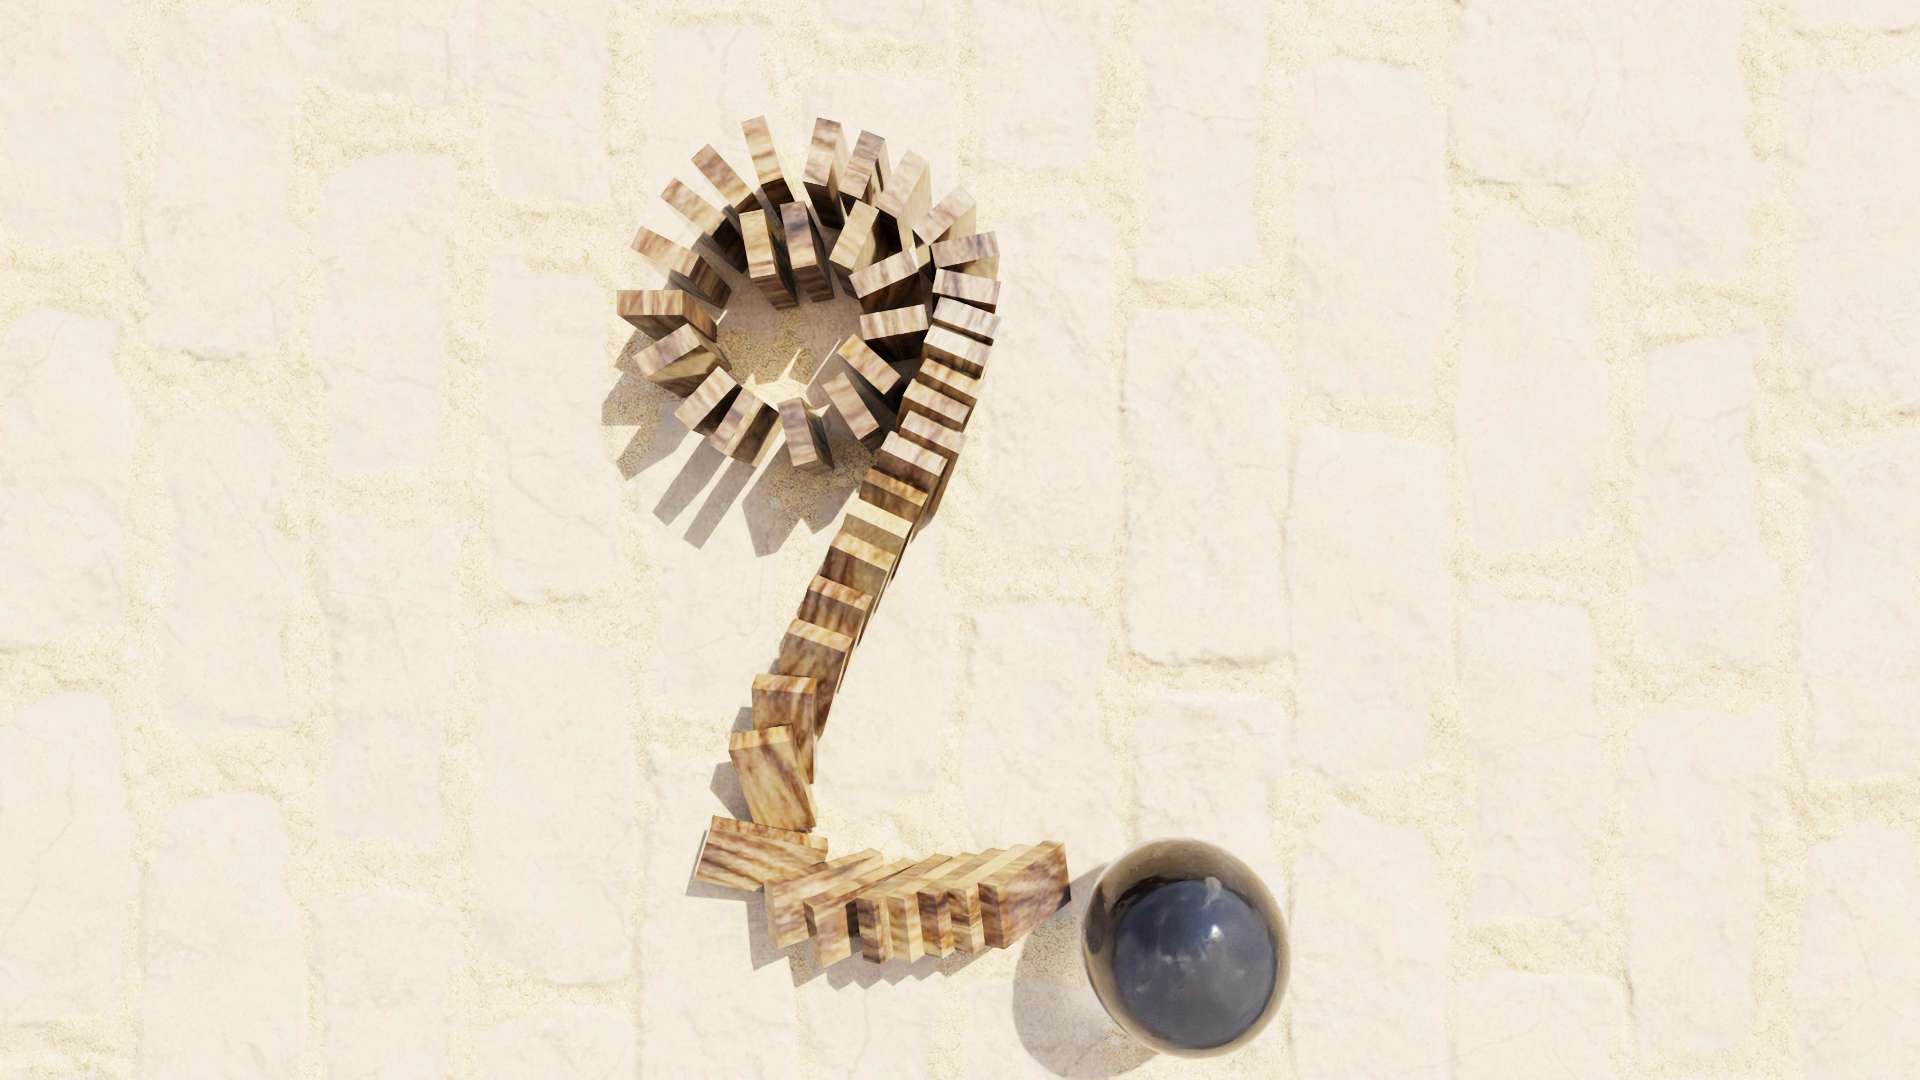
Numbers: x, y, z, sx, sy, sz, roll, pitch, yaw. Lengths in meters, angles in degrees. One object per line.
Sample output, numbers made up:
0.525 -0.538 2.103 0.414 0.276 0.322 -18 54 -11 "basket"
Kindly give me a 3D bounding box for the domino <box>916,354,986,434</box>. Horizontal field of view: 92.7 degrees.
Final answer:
-0.009 -0.052 0.376 0.025 0.050 0.010 26 60 -1 "domino"

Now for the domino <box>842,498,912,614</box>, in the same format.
-0.039 0.007 0.379 0.025 0.009 0.050 25 135 0 "domino"

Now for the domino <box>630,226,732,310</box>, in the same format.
-0.113 -0.110 0.375 0.025 0.050 0.010 26 90 0 "domino"

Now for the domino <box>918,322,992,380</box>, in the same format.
-0.004 -0.067 0.375 0.025 0.050 0.009 23 70 0 "domino"

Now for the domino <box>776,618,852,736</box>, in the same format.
-0.063 0.058 0.382 0.025 0.009 0.050 19 123 0 "domino"

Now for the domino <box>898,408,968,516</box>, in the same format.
-0.015 -0.031 0.376 0.025 0.050 0.009 25 60 0 "domino"

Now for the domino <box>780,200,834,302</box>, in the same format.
-0.062 -0.117 0.375 0.009 0.050 0.025 -11 90 0 "domino"

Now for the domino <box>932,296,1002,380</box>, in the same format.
0.001 -0.080 0.375 0.025 0.050 0.010 19 77 0 "domino"

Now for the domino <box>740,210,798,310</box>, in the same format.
-0.078 -0.113 0.375 0.010 0.050 0.025 -11 90 0 "domino"

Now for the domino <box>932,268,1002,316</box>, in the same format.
0.002 -0.094 0.375 0.025 0.050 0.009 11 83 0 "domino"

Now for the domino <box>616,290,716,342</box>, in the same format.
-0.119 -0.091 0.375 0.025 0.050 0.009 0 90 0 "domino"

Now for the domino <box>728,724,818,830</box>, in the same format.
-0.077 0.101 0.383 0.025 0.010 0.050 -9 121 0 "domino"

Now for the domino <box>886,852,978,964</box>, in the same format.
-0.009 0.150 0.377 0.010 0.050 0.025 -7 90 38 "domino"

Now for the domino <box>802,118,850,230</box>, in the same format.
-0.053 -0.148 0.375 0.010 0.050 0.025 13 90 0 "domino"

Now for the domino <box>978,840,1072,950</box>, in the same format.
0.027 0.145 0.377 0.010 0.050 0.025 -7 90 38 "domino"

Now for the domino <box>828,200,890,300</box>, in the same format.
-0.040 -0.117 0.375 0.009 0.050 0.025 25 90 0 "domino"

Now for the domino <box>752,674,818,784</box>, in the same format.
-0.073 0.080 0.383 0.025 0.009 0.050 5 120 0 "domino"

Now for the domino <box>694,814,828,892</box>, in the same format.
-0.084 0.135 0.387 0.050 0.010 0.025 17 100 -14 "domino"

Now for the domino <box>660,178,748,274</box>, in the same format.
-0.102 -0.127 0.375 0.025 0.050 0.009 38 90 0 "domino"

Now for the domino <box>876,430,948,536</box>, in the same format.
-0.023 -0.022 0.376 0.025 0.050 0.009 25 60 0 "domino"

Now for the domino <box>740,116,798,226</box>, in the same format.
-0.076 -0.149 0.375 0.009 0.050 0.025 -18 90 0 "domino"

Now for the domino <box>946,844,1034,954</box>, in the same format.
0.015 0.147 0.377 0.009 0.050 0.025 -7 90 38 "domino"

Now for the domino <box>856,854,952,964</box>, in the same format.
-0.021 0.151 0.377 0.010 0.050 0.025 -7 90 38 "domino"

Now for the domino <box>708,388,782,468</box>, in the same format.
-0.086 -0.045 0.375 0.010 0.050 0.025 32 90 0 "domino"

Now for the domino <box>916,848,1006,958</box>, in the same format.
0.003 0.148 0.377 0.009 0.050 0.025 -7 90 38 "domino"

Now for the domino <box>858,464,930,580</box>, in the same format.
-0.032 -0.006 0.378 0.025 0.050 0.010 25 48 0 "domino"

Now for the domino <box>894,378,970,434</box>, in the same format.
-0.014 -0.042 0.376 0.025 0.050 0.009 25 60 0 "domino"

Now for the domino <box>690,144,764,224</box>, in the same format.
-0.091 -0.139 0.375 0.009 0.050 0.025 -42 90 0 "domino"

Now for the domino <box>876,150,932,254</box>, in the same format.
-0.022 -0.136 0.375 0.009 0.050 0.025 30 90 0 "domino"

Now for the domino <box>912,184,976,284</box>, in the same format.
-0.006 -0.124 0.375 0.025 0.050 0.010 -43 89 0 "domino"

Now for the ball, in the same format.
0.088 0.158 0.360 0.080 0.080 0.080 0 90 0 "ball"

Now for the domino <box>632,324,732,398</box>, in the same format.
-0.112 -0.072 0.375 0.025 0.050 0.009 -31 90 0 "domino"

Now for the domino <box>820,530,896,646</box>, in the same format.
-0.046 0.021 0.380 0.025 0.009 0.050 25 133 0 "domino"

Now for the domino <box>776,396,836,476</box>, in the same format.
-0.062 -0.042 0.375 0.009 0.050 0.025 -15 90 0 "domino"

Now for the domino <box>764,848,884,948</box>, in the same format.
-0.055 0.149 0.382 0.050 0.009 0.025 -5 90 -34 "domino"

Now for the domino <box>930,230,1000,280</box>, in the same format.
0.002 -0.111 0.375 0.025 0.050 0.010 -12 89 0 "domino"

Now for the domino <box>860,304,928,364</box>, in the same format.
-0.025 -0.083 0.375 0.025 0.050 0.010 -10 90 0 "domino"

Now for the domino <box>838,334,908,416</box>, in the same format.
-0.032 -0.065 0.374 0.025 0.050 0.010 42 90 7 "domino"

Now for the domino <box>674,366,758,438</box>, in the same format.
-0.097 -0.054 0.375 0.010 0.050 0.025 44 90 0 "domino"

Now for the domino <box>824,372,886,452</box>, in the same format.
-0.042 -0.051 0.375 0.009 0.050 0.025 -33 90 0 "domino"

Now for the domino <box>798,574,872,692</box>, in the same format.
-0.055 0.040 0.382 0.025 0.009 0.050 21 126 0 "domino"

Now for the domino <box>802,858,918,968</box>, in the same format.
-0.039 0.154 0.381 0.050 0.010 0.025 -11 94 -34 "domino"

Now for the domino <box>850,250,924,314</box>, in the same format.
-0.029 -0.102 0.375 0.025 0.050 0.009 -24 90 0 "domino"

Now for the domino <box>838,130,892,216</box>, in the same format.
-0.038 -0.144 0.375 0.009 0.050 0.025 21 90 0 "domino"
